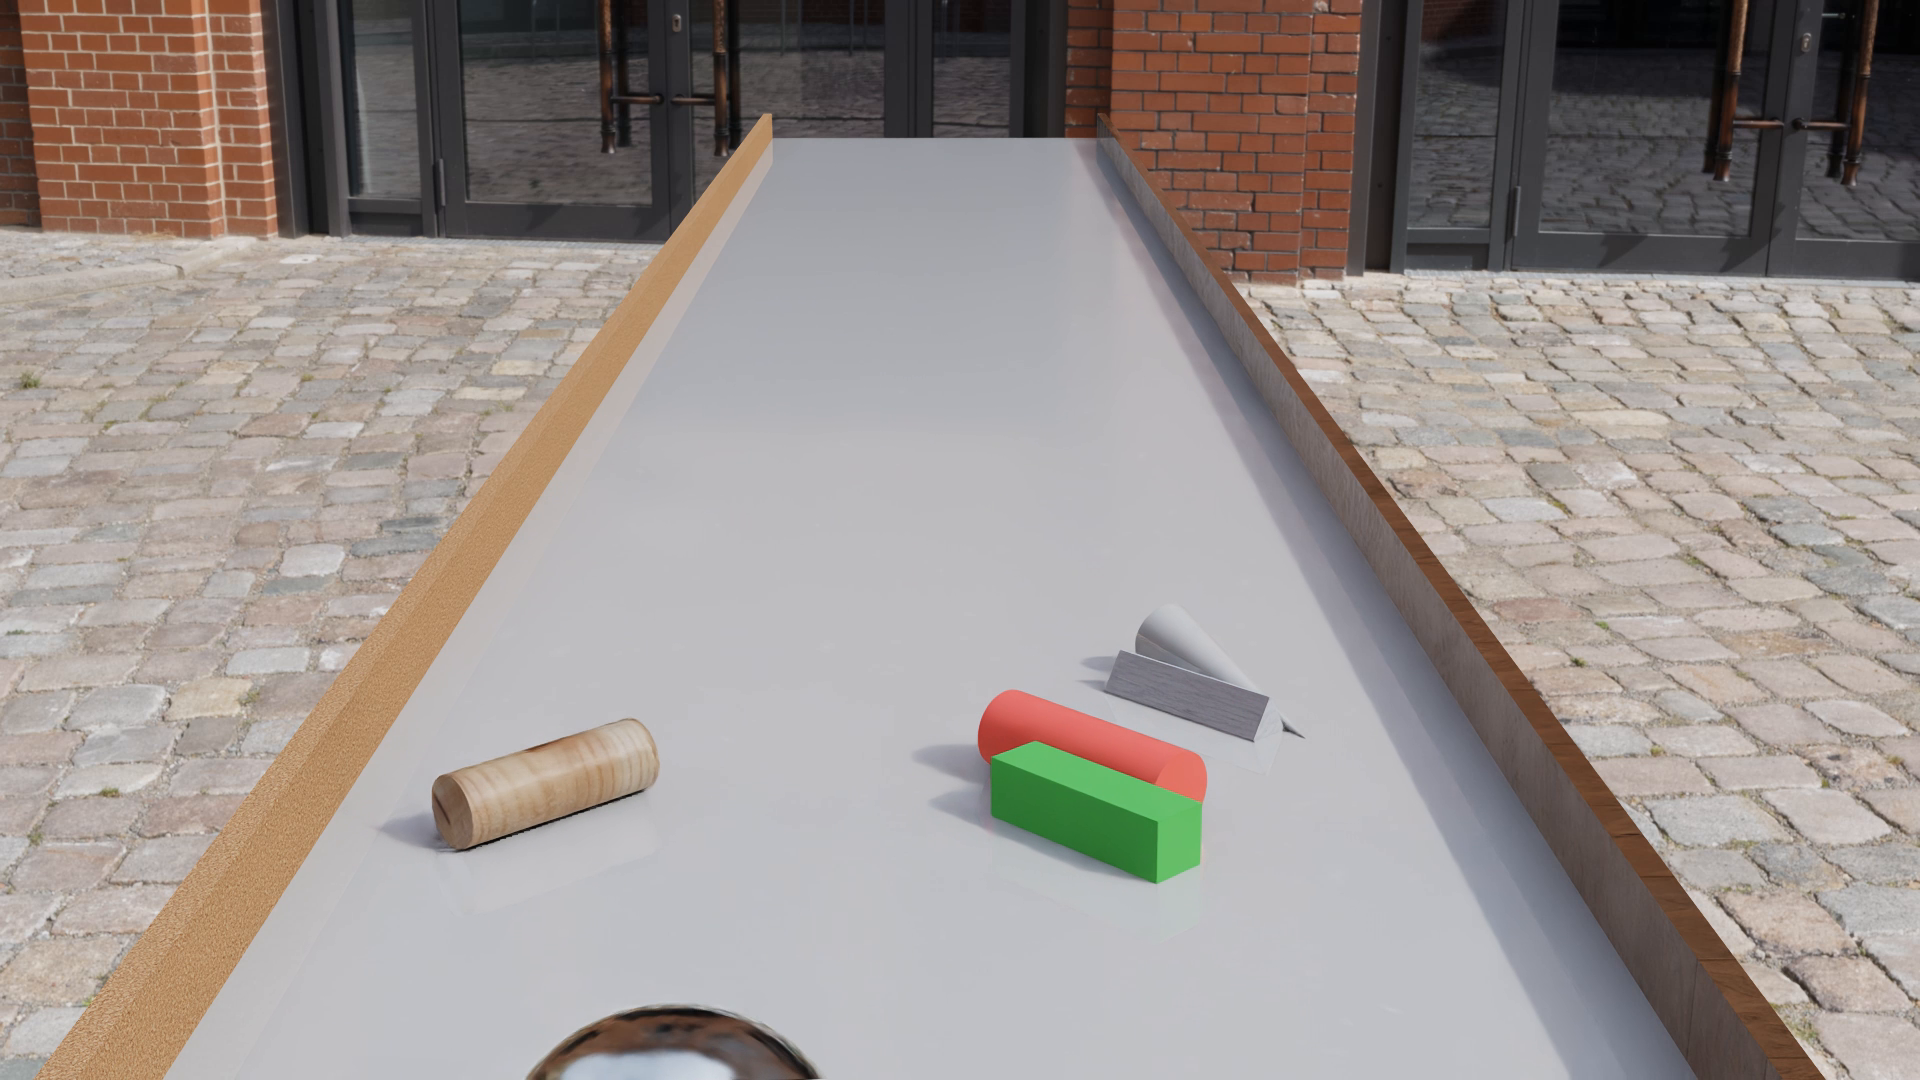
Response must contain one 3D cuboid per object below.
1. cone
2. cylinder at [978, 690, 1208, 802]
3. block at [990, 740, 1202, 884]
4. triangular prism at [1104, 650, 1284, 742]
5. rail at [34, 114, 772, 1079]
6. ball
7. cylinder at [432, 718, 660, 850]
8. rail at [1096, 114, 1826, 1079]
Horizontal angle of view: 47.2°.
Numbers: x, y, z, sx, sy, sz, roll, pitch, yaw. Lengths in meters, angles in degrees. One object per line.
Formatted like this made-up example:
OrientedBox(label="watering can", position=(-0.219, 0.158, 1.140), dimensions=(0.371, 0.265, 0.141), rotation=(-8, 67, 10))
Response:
OrientedBox(label="cone", position=(0.518, 0.276, 4.177), dimensions=(0.140, 0.140, 0.447), rotation=(-10, 28, -30))
OrientedBox(label="cylinder", position=(0.220, 0.372, 3.732), dimensions=(0.140, 0.140, 0.401), rotation=(-15, 22, -42))
OrientedBox(label="block", position=(0.217, 0.438, 3.570), dimensions=(0.105, 0.105, 0.366), rotation=(-15, 22, -42))
OrientedBox(label="triangular prism", position=(0.437, 0.284, 4.132), dimensions=(0.087, 0.076, 0.363), rotation=(-15, 22, -42))
OrientedBox(label="rail", position=(-1.118, -0.838, 7.780), dimensions=(0.050, 0.150, 12.000), rotation=(0, 17, -1))
OrientedBox(label="ball", position=(-0.282, 0.643, 2.154), dimensions=(0.374, 0.374, 0.374), rotation=(0, 17, 0))
OrientedBox(label="cylinder", position=(-0.686, 0.402, 3.657), dimensions=(0.365, 0.125, 0.125), rotation=(-15, 22, -42))
OrientedBox(label="rail", position=(0.932, -0.844, 7.801), dimensions=(0.050, 0.150, 12.000), rotation=(0, 17, -1))
